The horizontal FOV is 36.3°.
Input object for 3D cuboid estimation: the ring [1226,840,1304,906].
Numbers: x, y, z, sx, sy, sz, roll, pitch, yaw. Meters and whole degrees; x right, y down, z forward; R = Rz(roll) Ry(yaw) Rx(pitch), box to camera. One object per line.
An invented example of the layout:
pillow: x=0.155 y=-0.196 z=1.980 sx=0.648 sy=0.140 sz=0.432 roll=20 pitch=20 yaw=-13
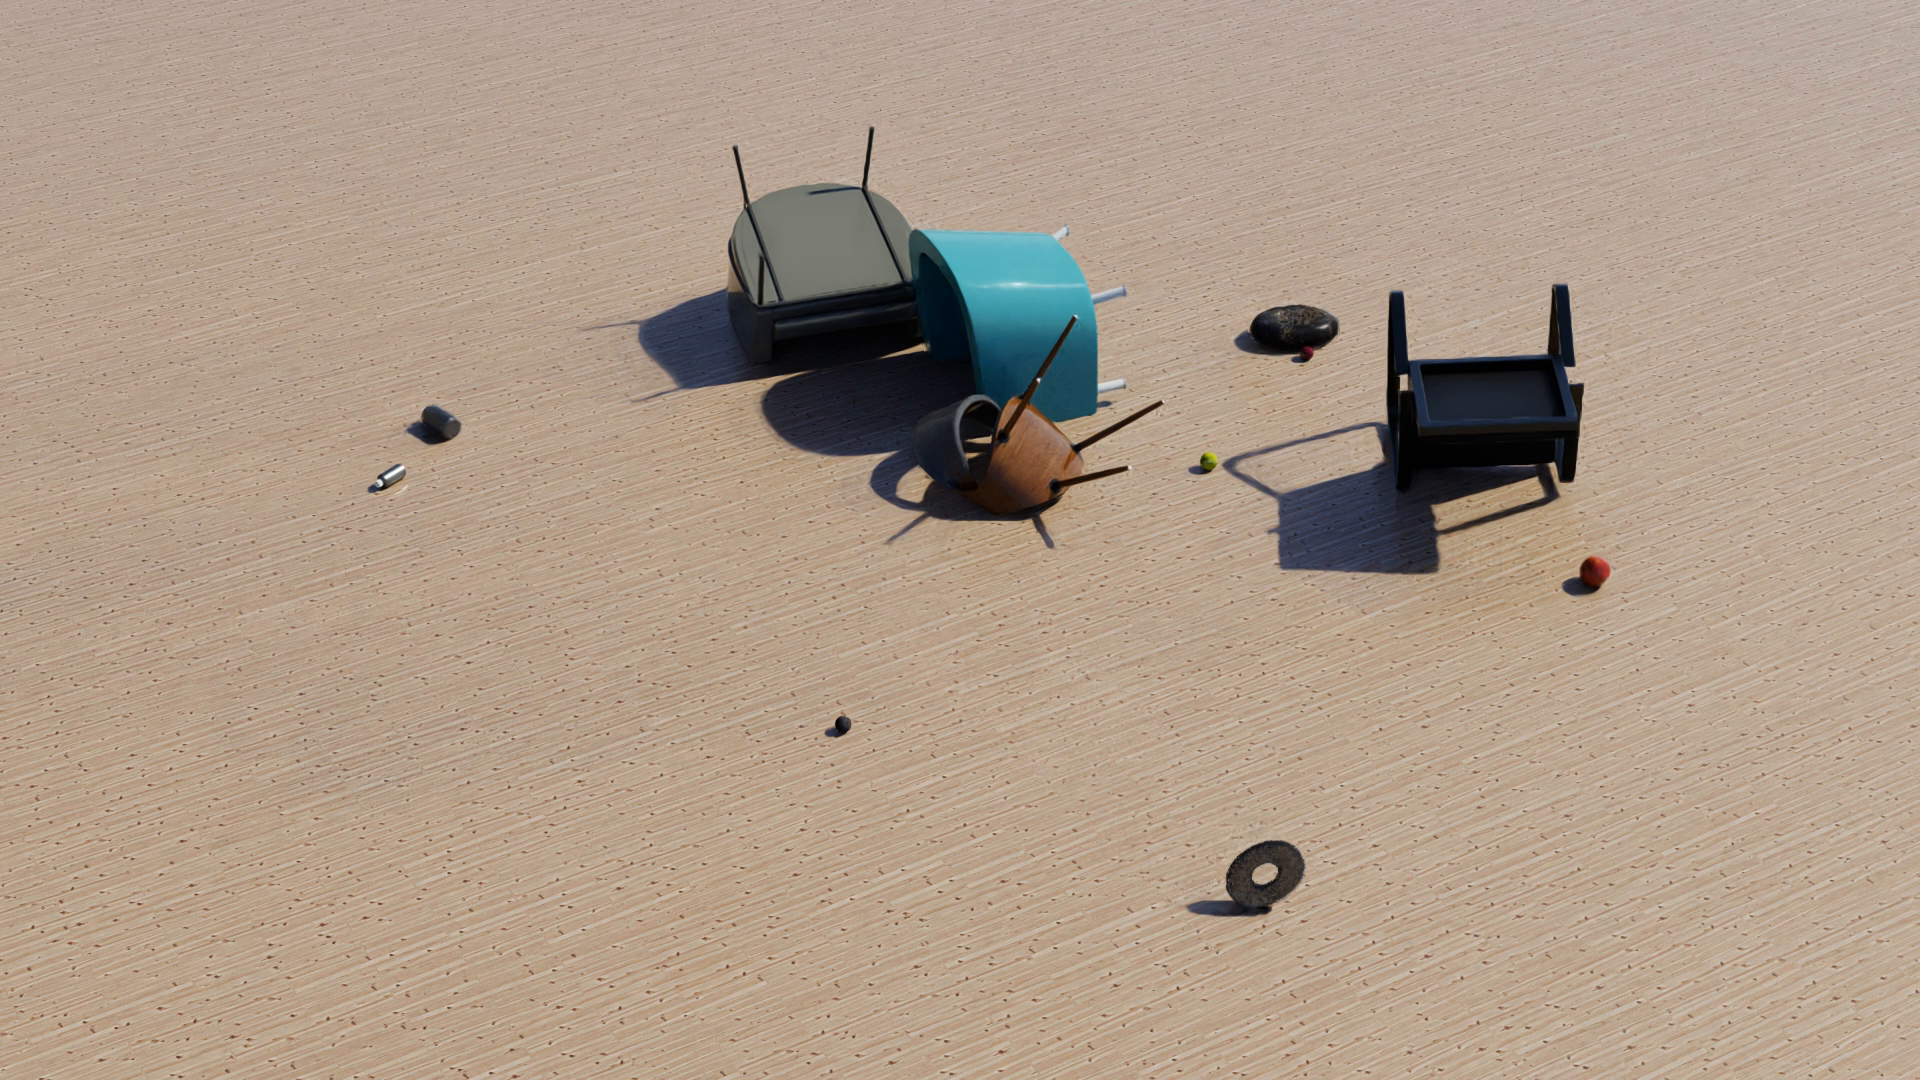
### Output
ring: x=0.952 y=1.041 z=9.154 sx=0.276 sy=0.201 sz=0.043 roll=-38 pitch=12 yaw=21

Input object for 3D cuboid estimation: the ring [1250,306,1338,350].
ring: x=1.391 y=-0.884 z=12.192 sx=0.375 sy=0.104 sz=0.262 roll=-5 pitch=33 yaw=-8

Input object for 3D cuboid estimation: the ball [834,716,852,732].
ball: x=-0.396 y=0.624 z=9.945 sx=0.057 sy=0.057 sz=0.057 roll=0 pitch=33 yaw=0
